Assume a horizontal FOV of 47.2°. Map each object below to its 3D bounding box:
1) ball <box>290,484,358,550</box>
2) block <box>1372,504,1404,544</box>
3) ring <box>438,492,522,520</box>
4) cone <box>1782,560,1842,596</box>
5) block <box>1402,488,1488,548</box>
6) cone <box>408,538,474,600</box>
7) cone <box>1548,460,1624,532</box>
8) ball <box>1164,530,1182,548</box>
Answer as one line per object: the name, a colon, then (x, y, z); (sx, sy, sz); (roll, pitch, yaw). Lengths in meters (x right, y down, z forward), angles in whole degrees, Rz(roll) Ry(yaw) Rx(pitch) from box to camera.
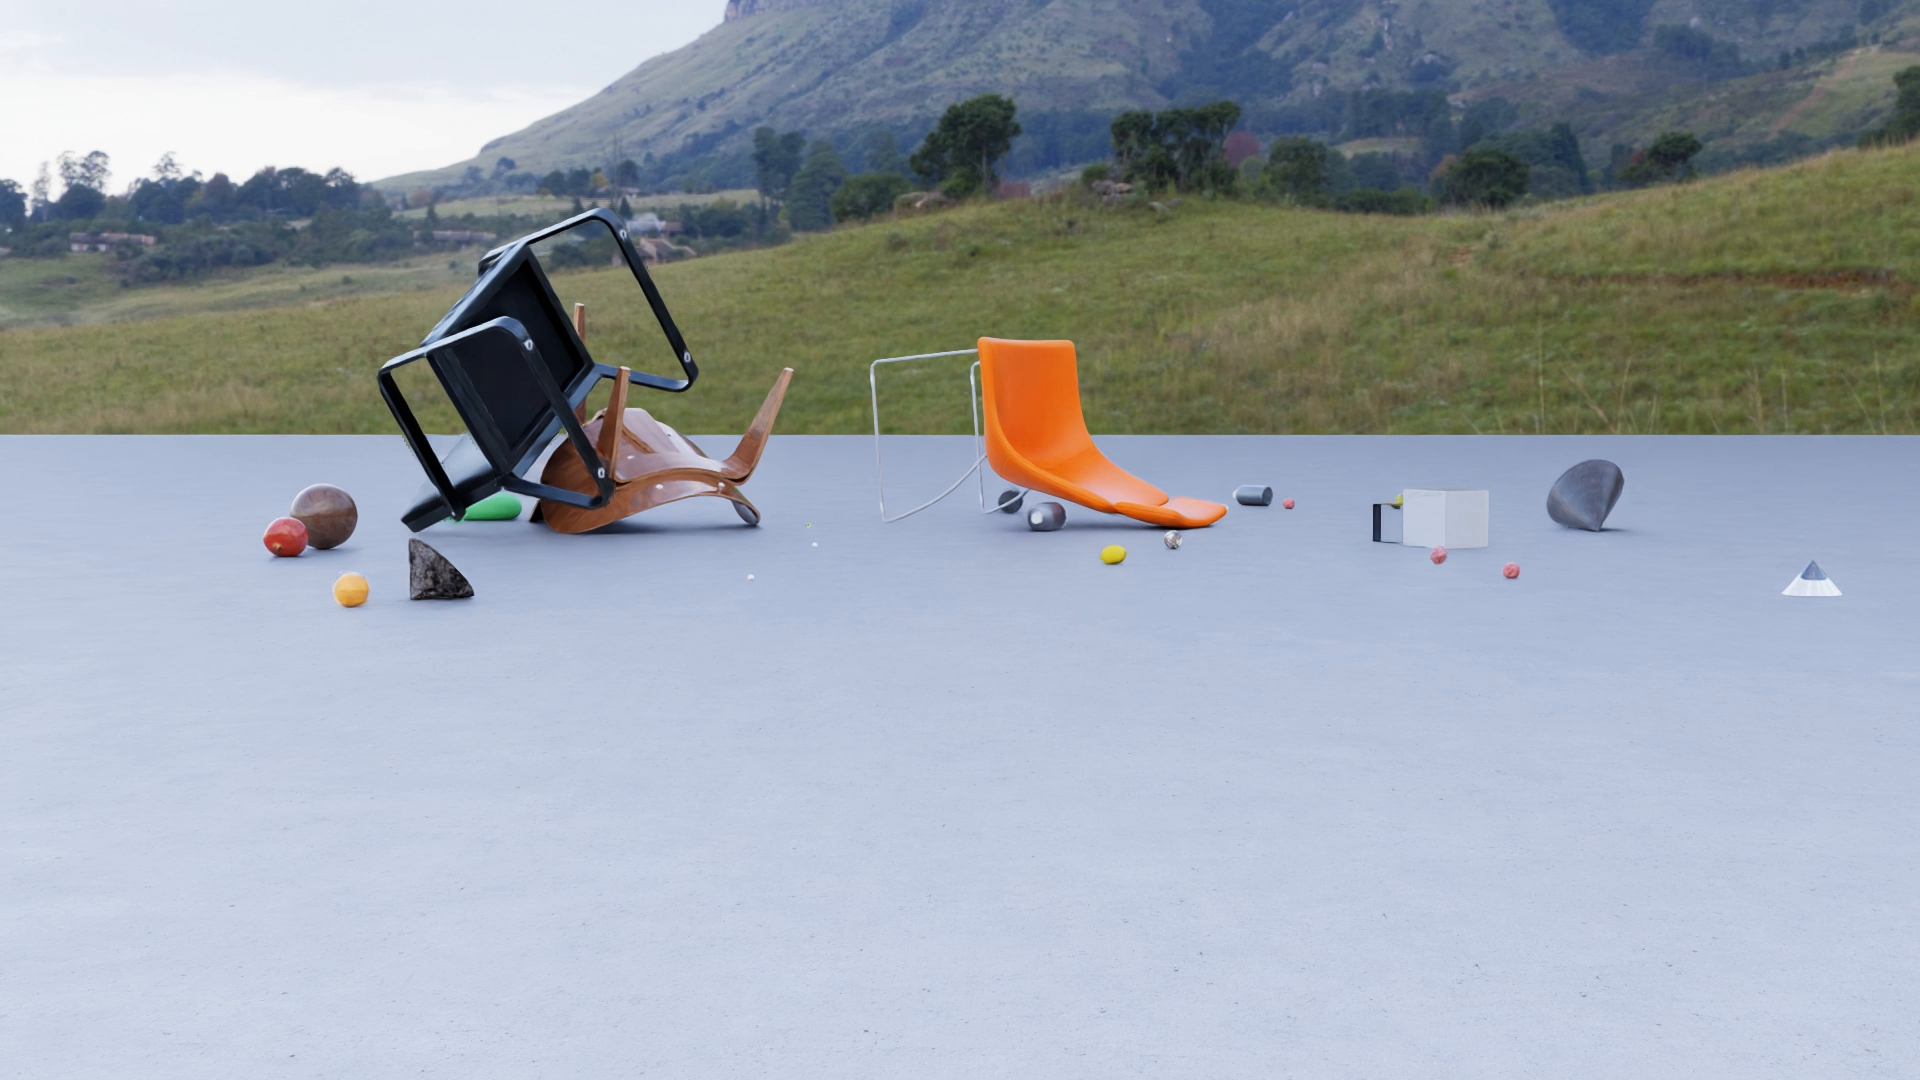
ball: (-1.784, -0.066, 6.165); (0.185, 0.185, 0.185); (0, 4, 0)
block: (1.273, -0.049, 6.443); (0.067, 0.111, 0.110); (-3, 5, -34)
ring: (-1.666, -0.117, 7.628); (0.361, 0.087, 0.231); (4, 7, 40)
cone: (1.871, 0.080, 4.827); (0.139, 0.076, 0.112); (-2, 4, -24)
block: (1.388, -0.064, 6.289); (0.157, 0.162, 0.184); (-2, 4, -27)
cone: (-1.142, 0.093, 4.702); (0.185, 0.097, 0.178); (33, -23, 17)
cone: (2.010, -0.087, 7.003); (0.204, 0.272, 0.273); (37, 26, -13)
ball: (0.599, -0.001, 6.188); (0.052, 0.052, 0.052); (0, 4, 0)
